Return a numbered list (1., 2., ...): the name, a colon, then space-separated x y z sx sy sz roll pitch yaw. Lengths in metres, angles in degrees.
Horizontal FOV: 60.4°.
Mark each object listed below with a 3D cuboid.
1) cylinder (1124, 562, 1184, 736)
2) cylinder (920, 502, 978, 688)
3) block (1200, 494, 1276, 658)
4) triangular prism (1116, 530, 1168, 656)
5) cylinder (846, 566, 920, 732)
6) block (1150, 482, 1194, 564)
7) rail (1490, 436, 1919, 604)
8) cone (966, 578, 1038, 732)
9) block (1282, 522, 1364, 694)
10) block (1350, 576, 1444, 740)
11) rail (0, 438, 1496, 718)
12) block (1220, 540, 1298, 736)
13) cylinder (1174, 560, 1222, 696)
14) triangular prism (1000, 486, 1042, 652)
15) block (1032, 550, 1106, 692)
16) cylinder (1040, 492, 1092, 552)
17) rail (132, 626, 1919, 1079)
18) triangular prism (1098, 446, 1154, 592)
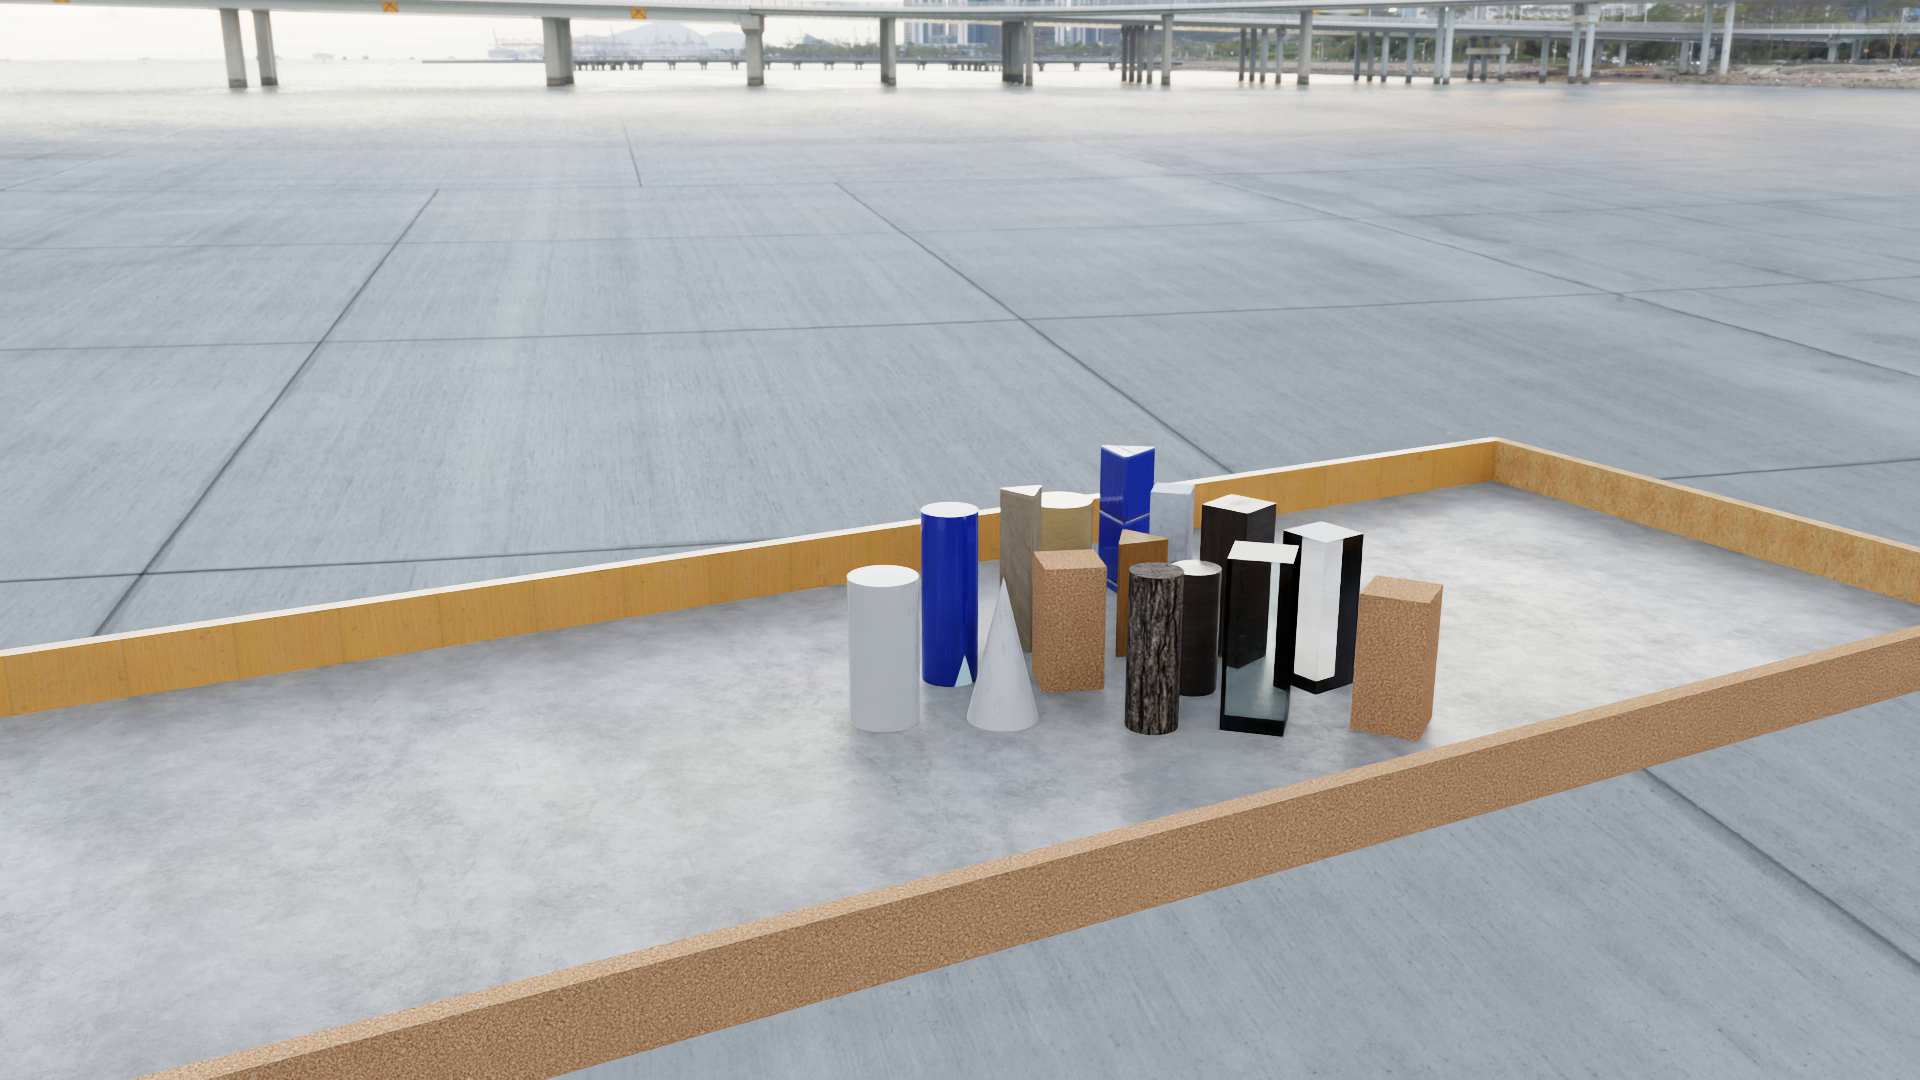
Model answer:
1. cylinder: 0.450 0.252 3.824 0.126 0.380 0.126 0 16 0
2. cylinder: -0.026 0.136 4.115 0.143 0.439 0.143 0 16 0
3. block: 0.721 0.098 4.313 0.137 0.400 0.137 14 21 40
4. triangular prism: 0.454 0.135 4.349 0.140 0.308 0.122 -6 17 -19
5. cylinder: -0.178 0.253 3.864 0.167 0.355 0.167 0 16 0
6. block: 0.582 0.039 4.557 0.106 0.375 0.106 4 17 15
7. rail: 2.466 -0.048 5.253 0.050 0.150 2.100 -9 18 -27
8. cone: 0.101 0.252 3.870 0.172 0.353 0.172 0 16 0
9. block: 0.890 0.167 4.093 0.136 0.391 0.136 -12 20 -34
10. block: 1.016 0.272 3.839 0.157 0.333 0.157 8 18 26
11. rail: -3.305 0.497 3.399 12.000 0.150 0.050 -9 18 -27
12. block: 0.695 0.228 3.836 0.147 0.419 0.147 5 17 15
13. cylinder: 0.574 0.217 4.063 0.126 0.312 0.126 0 16 0
14. triangular prism: 0.179 0.071 4.356 0.113 0.427 0.098 15 22 41
15. block: 0.270 0.200 4.111 0.153 0.318 0.153 -2 17 -8
16. cylinder: 0.277 0.047 4.612 0.180 0.329 0.180 0 16 0
17. rail: -2.336 1.006 1.665 12.000 0.150 0.050 -9 18 -27
18. triangular prism: 0.467 -0.066 4.842 0.133 0.415 0.153 12 20 36
